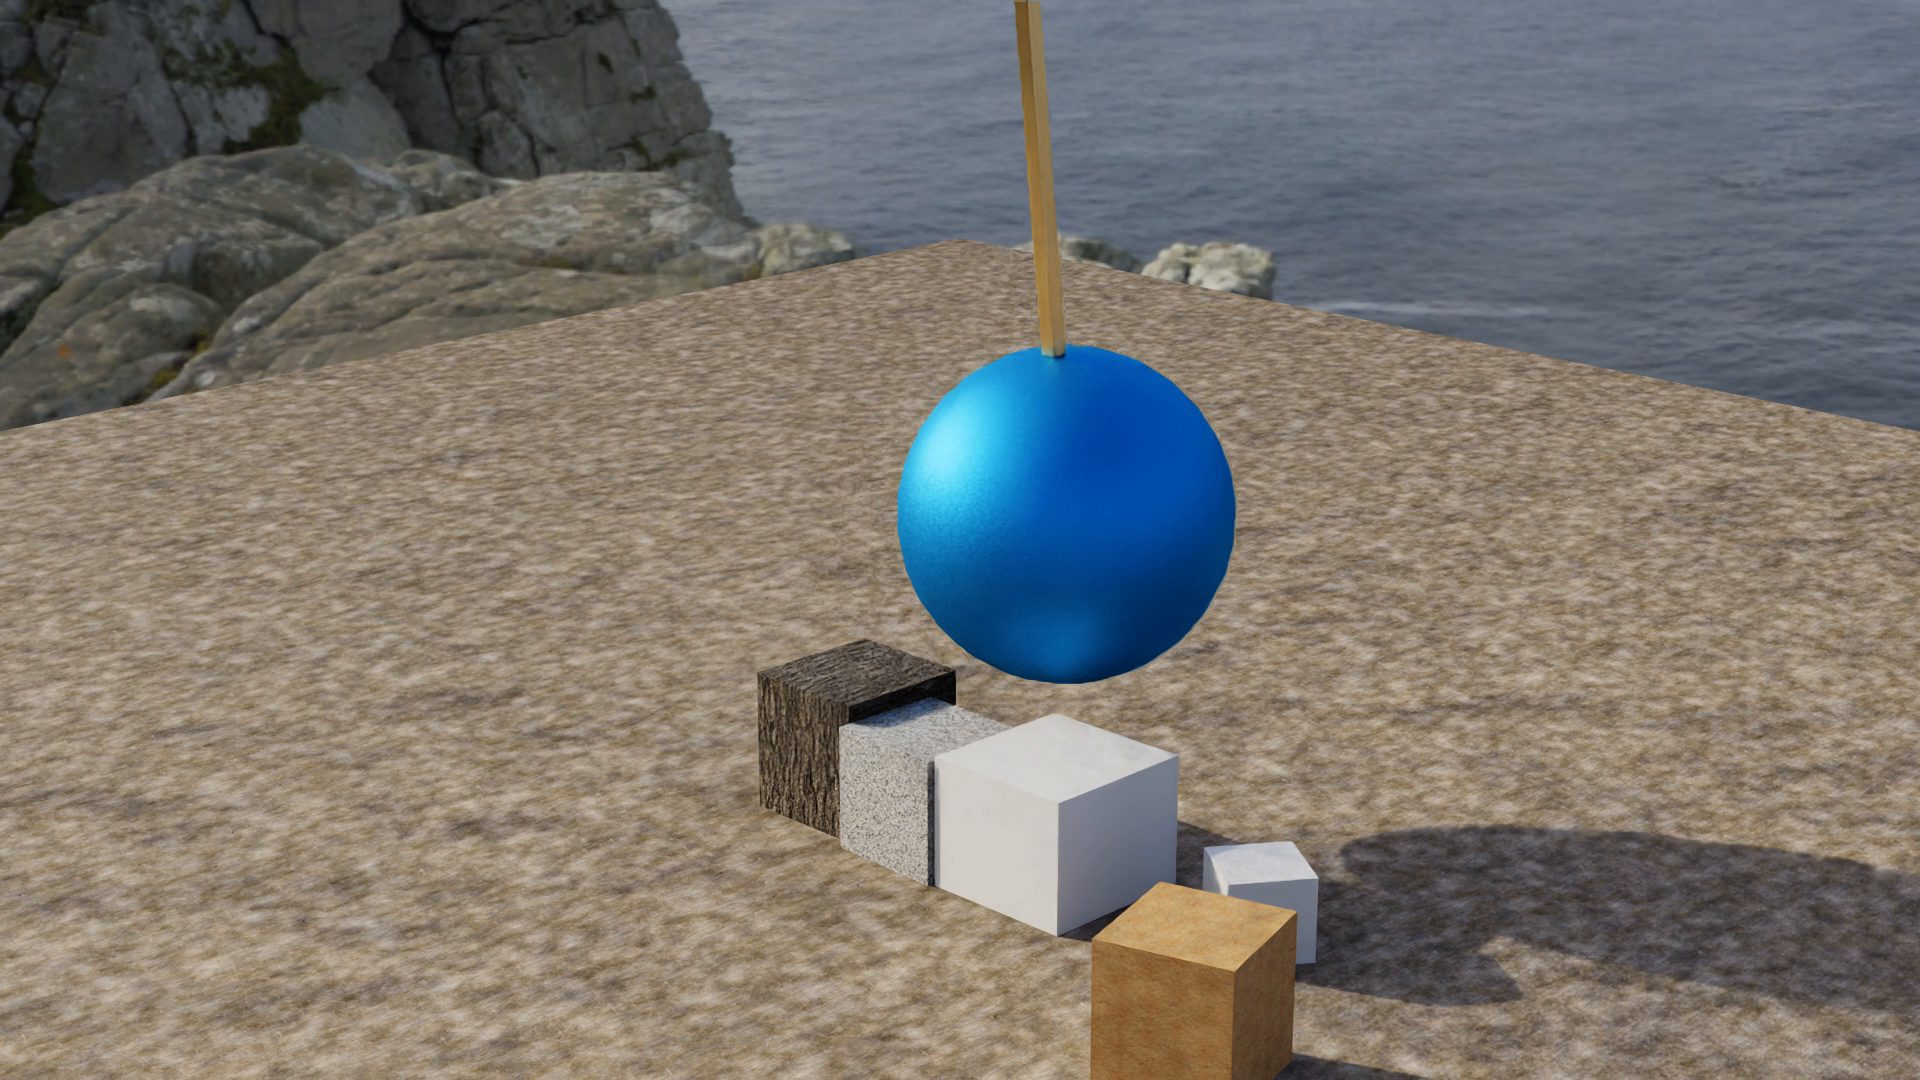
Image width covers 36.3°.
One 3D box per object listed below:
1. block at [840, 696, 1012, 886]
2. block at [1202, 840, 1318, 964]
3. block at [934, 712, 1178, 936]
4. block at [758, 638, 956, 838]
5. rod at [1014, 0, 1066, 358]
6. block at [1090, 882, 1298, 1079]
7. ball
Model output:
[{"bbox_3d":[-0.142,1.160,13.647,0.581,0.605,0.603,-16,23,-41],"label":"block"},{"bbox_3d":[1.293,1.576,12.674,0.398,0.394,0.405,-3,18,-10],"label":"block"},{"bbox_3d":[0.434,1.270,13.256,0.790,0.628,0.763,-17,24,-42],"label":"block"},{"bbox_3d":[-0.494,0.957,14.151,0.704,0.688,0.646,-17,24,-42],"label":"block"},{"bbox_3d":[0.216,-3.257,12.545,0.080,5.200,0.080,17,31,42],"label":"rod"},{"bbox_3d":[0.919,1.808,11.513,0.596,0.648,0.613,9,20,27],"label":"block"},{"bbox_3d":[0.499,-0.121,13.827,1.600,1.600,1.600,0,17,0],"label":"ball"}]
